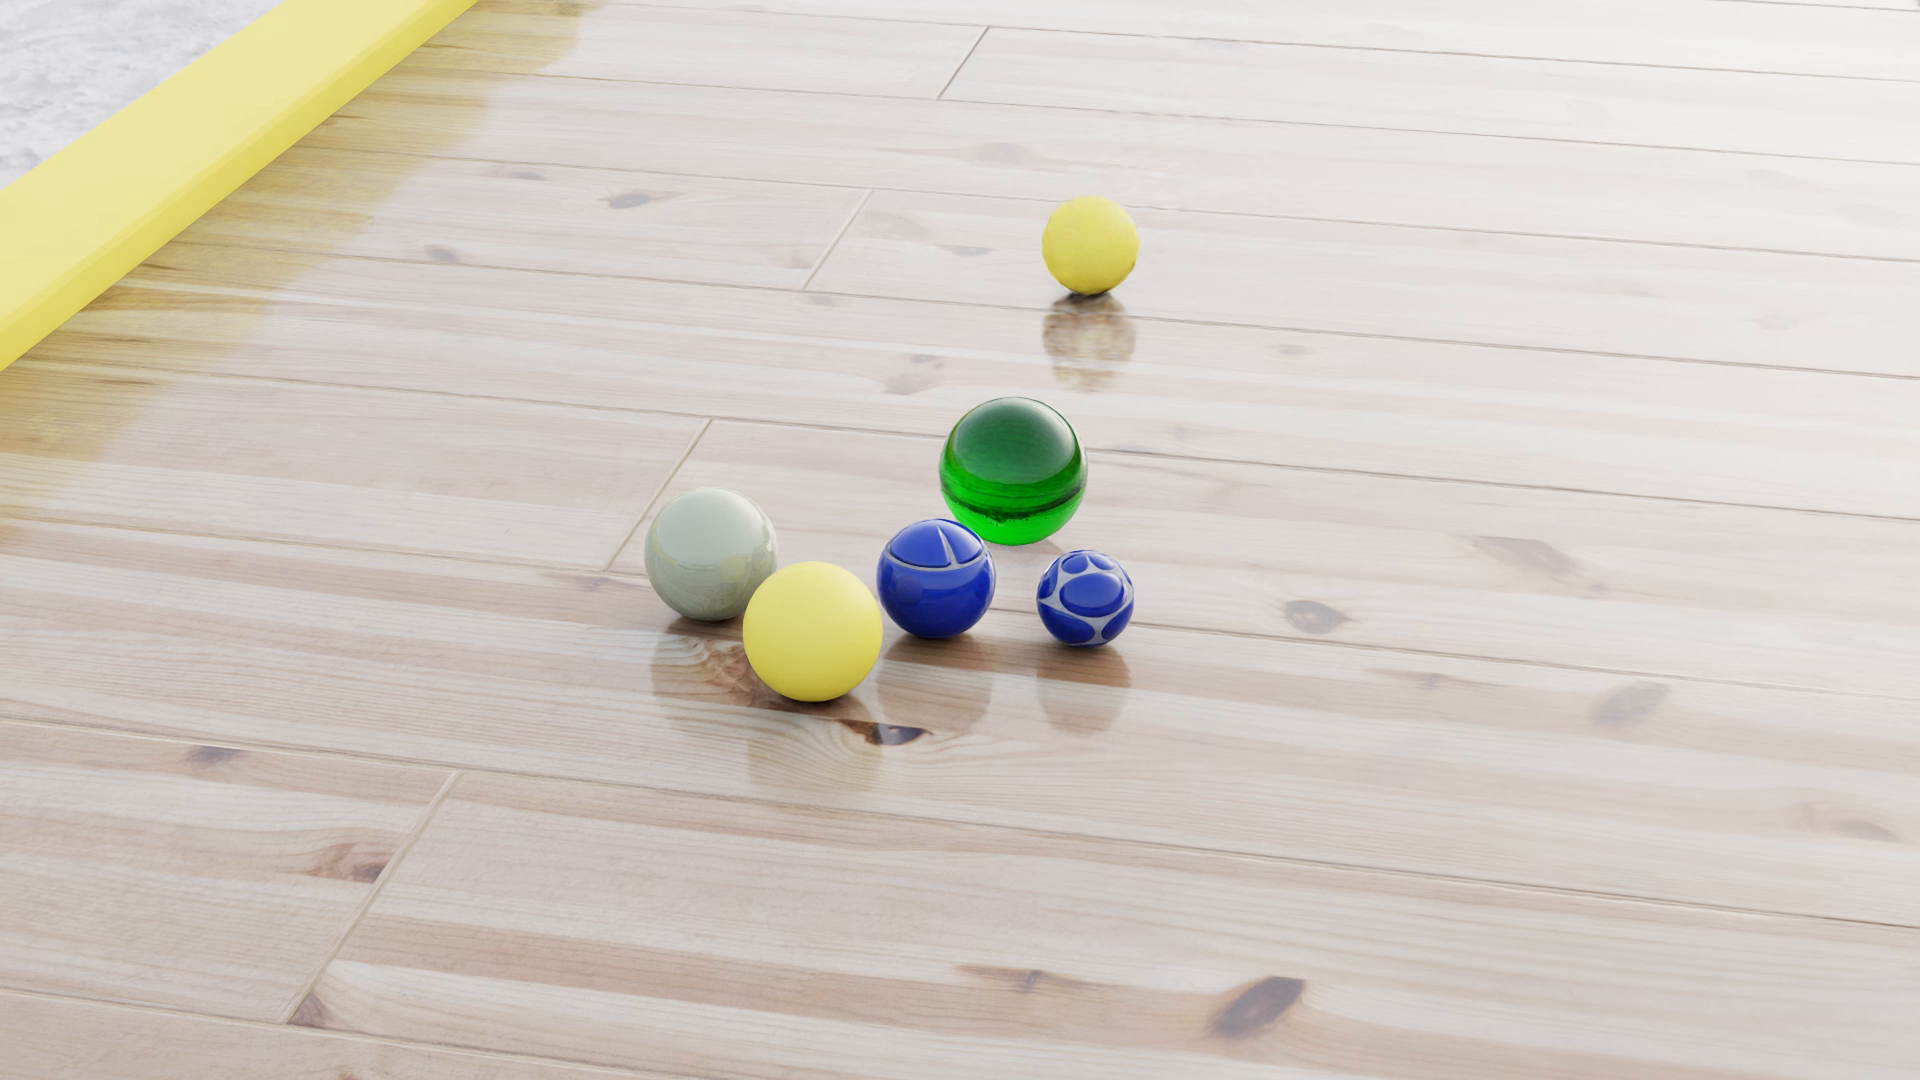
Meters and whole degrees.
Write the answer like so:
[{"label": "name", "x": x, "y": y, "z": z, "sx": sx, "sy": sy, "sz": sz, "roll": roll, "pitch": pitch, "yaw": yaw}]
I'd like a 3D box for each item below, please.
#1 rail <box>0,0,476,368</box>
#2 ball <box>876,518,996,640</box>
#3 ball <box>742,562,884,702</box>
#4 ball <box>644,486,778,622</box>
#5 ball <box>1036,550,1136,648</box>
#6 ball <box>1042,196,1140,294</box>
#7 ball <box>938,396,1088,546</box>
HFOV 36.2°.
[{"label": "rail", "x": -0.577, "y": -0.412, "z": 2.609, "sx": 0.045, "sy": 0.126, "sz": 2.980, "roll": 5, "pitch": 27, "yaw": 11}, {"label": "ball", "x": -0.015, "y": 0.024, "z": 1.787, "sx": 0.074, "sy": 0.074, "sz": 0.074, "roll": 0, "pitch": 26, "yaw": 0}, {"label": "ball", "x": -0.086, "y": 0.053, "z": 1.716, "sx": 0.082, "sy": 0.082, "sz": 0.082, "roll": 0, "pitch": 26, "yaw": 0}, {"label": "ball", "x": -0.153, "y": 0.008, "z": 1.807, "sx": 0.083, "sy": 0.083, "sz": 0.083, "roll": 0, "pitch": 26, "yaw": 0}, {"label": "ball", "x": 0.076, "y": 0.036, "z": 1.778, "sx": 0.060, "sy": 0.060, "sz": 0.060, "roll": 0, "pitch": 26, "yaw": 0}, {"label": "ball", "x": 0.102, "y": -0.231, "z": 2.299, "sx": 0.077, "sy": 0.077, "sz": 0.077, "roll": 0, "pitch": 26, "yaw": 0}, {"label": "ball", "x": 0.034, "y": -0.045, "z": 1.899, "sx": 0.097, "sy": 0.097, "sz": 0.097, "roll": 0, "pitch": 26, "yaw": 0}]
